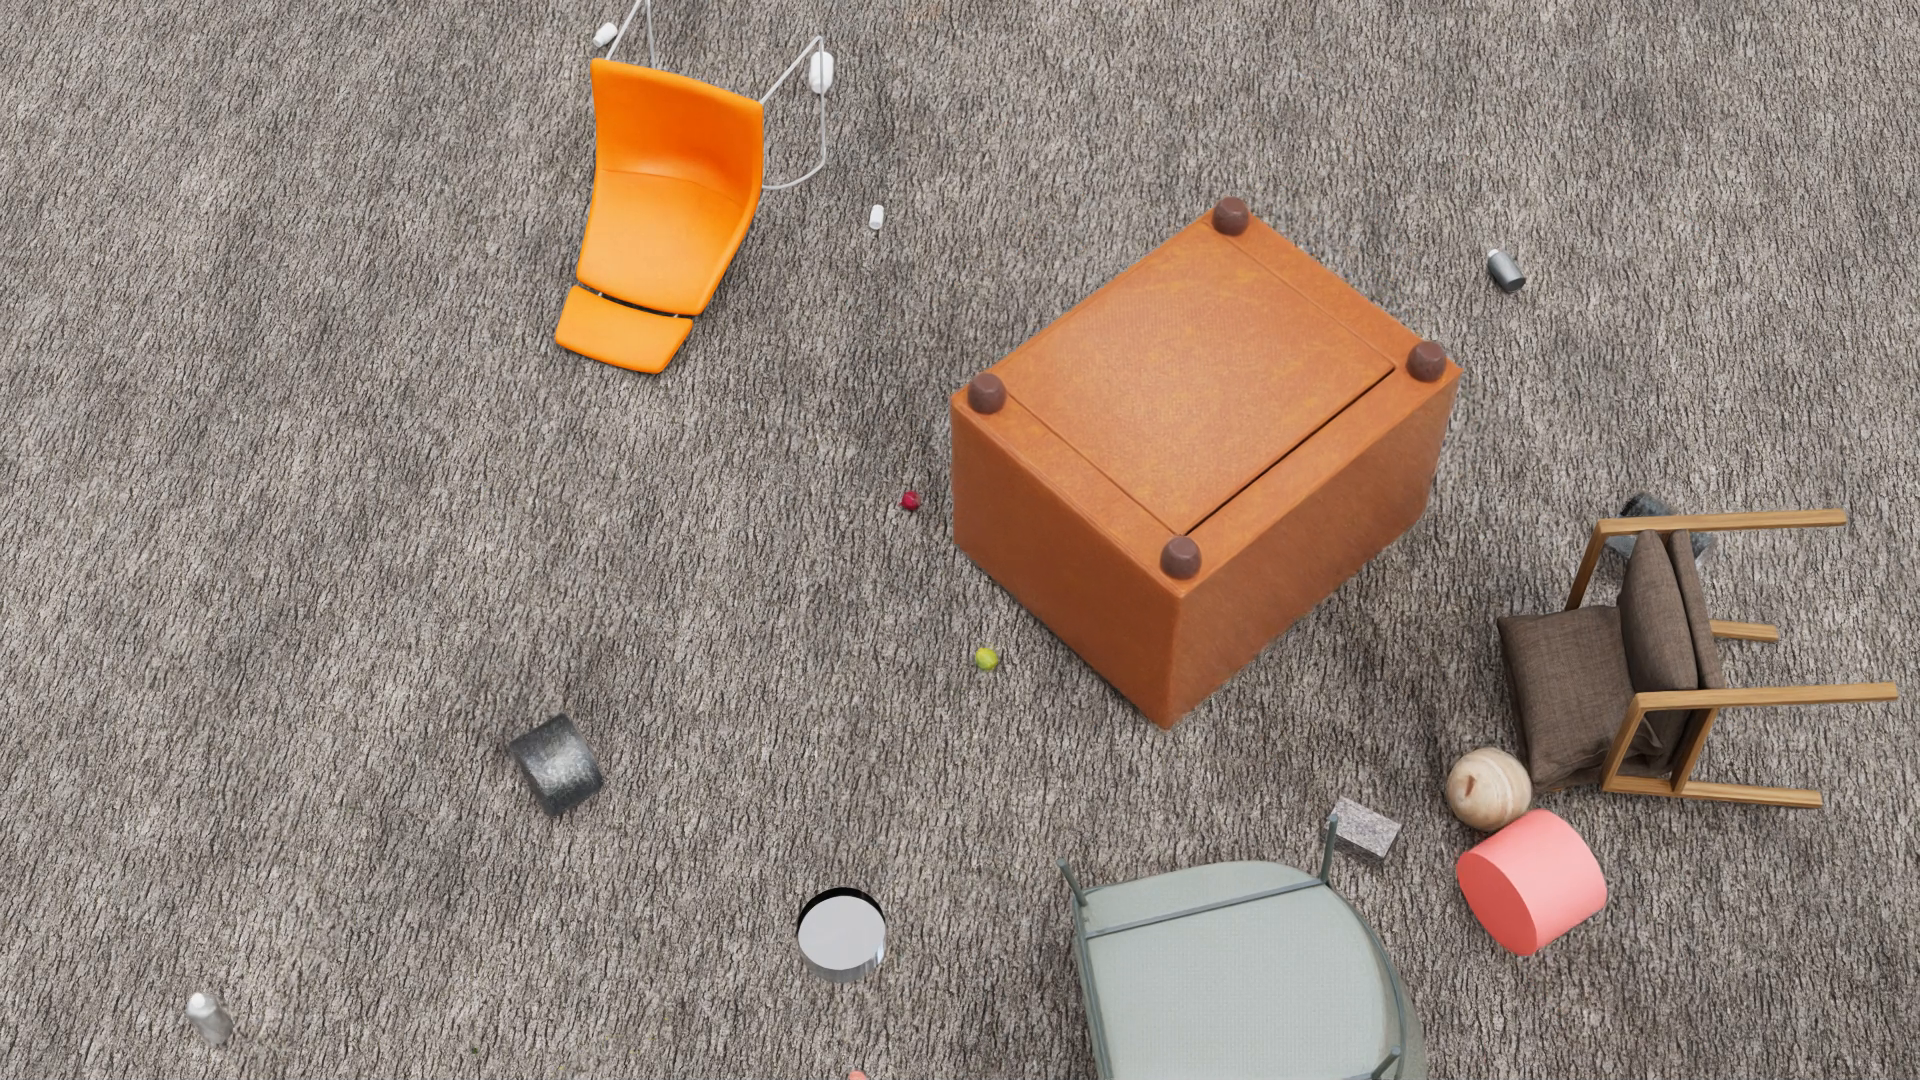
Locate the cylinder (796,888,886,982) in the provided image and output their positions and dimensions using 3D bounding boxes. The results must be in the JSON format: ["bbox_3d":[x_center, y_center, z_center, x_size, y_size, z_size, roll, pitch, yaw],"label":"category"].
[{"bbox_3d":[-0.312,1.045,5.819,0.232,0.089,0.236,36,63,22],"label":"cylinder"}]

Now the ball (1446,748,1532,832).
[{"bbox_3d":[1.439,0.679,5.983,0.226,0.226,0.226,0,56,0],"label":"ball"}]

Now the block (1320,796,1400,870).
[{"bbox_3d":[1.088,0.798,5.986,0.178,0.086,0.113,26,60,16],"label":"block"}]

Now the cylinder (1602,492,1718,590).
[{"bbox_3d":[2.062,0.001,6.478,0.252,0.152,0.232,38,50,22],"label":"cylinder"}]

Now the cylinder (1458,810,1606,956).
[{"bbox_3d":[1.502,0.901,5.786,0.234,0.306,0.307,-28,100,-17],"label":"cylinder"}]

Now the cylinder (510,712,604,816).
[{"bbox_3d":[-1.105,0.615,6.024,0.160,0.220,0.235,-31,106,-19],"label":"cylinder"}]
